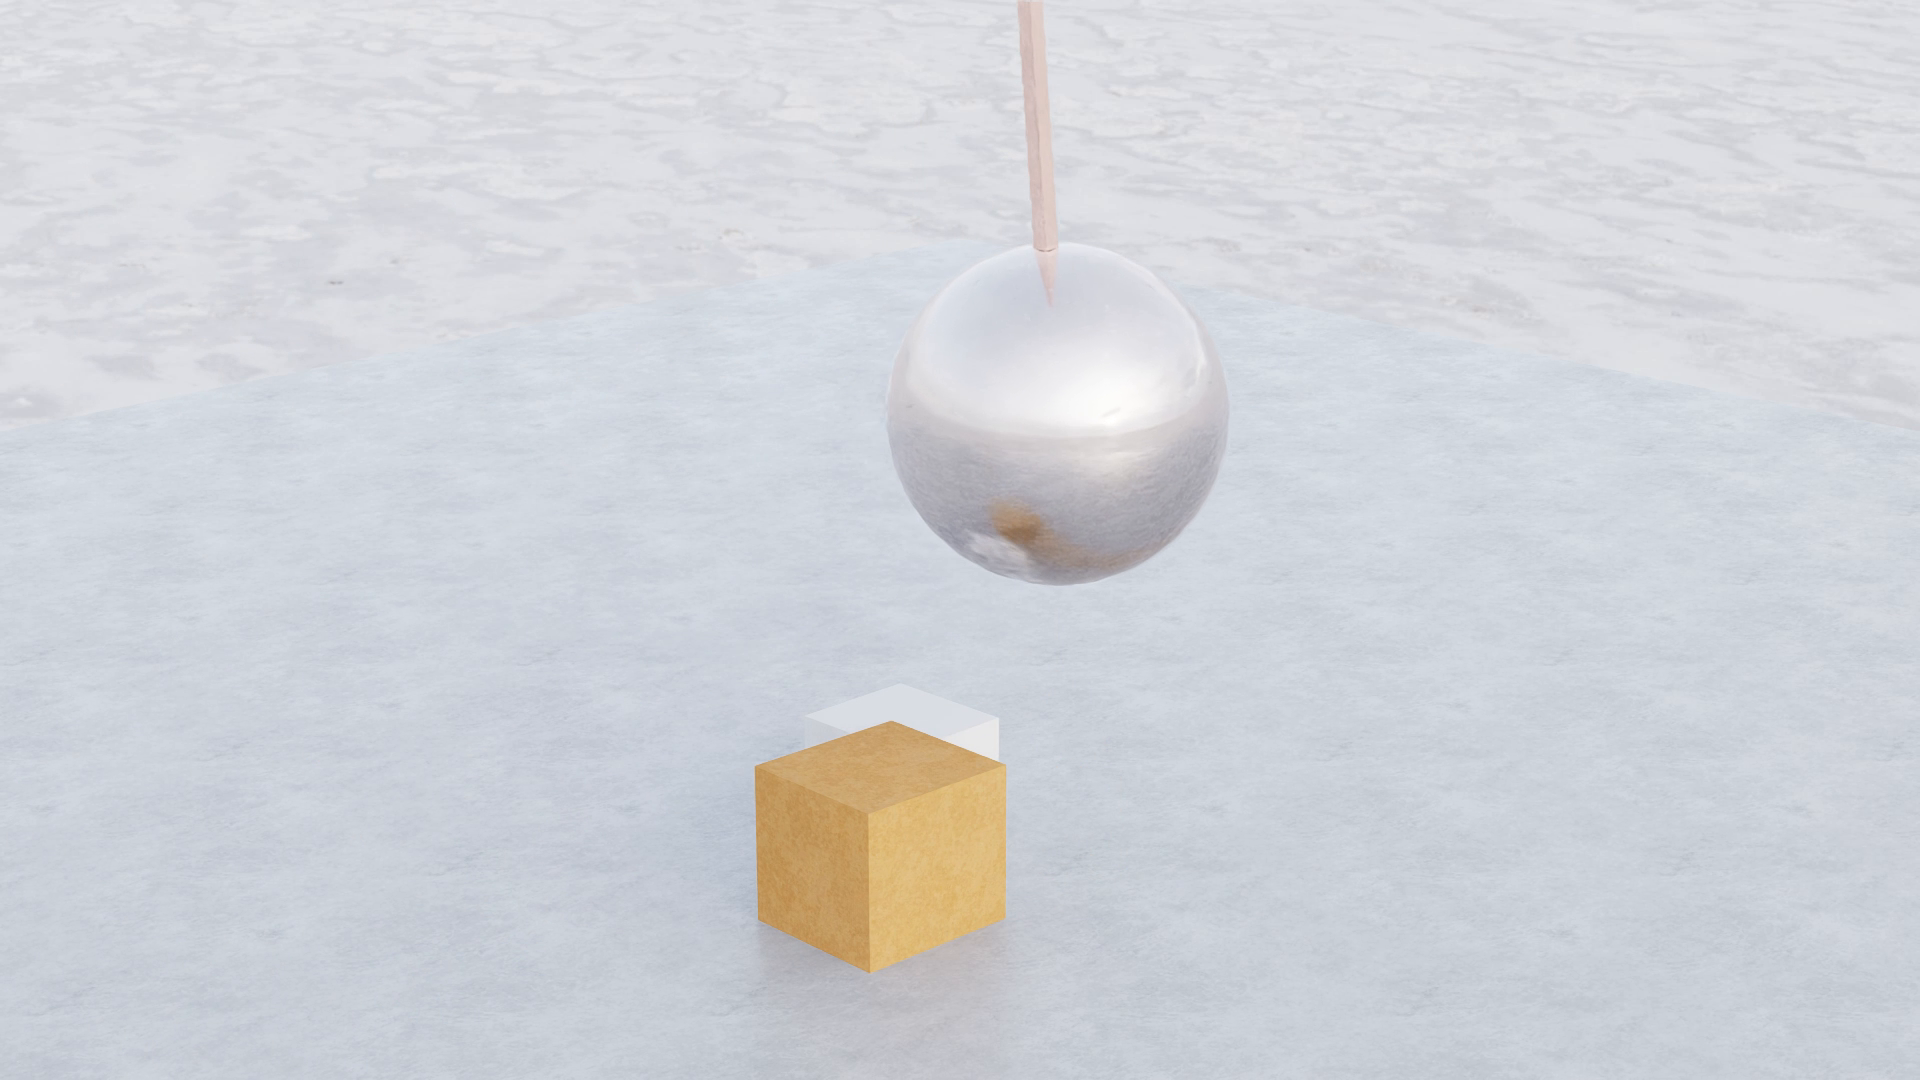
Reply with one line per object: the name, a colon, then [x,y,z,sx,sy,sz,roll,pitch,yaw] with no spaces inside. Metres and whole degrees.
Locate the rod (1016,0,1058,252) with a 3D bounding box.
rod: [0.196,-3.736,12.373,0.080,5.200,0.080,17,30,42]

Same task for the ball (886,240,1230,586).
ball: [0.453,-0.588,13.632,1.600,1.600,1.600,0,17,0]

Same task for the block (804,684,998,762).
block: [-0.277,1.095,13.955,0.631,0.543,0.670,-17,24,-42]

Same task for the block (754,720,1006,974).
block: [-0.346,1.331,12.888,0.807,0.732,0.744,-16,23,-41]
